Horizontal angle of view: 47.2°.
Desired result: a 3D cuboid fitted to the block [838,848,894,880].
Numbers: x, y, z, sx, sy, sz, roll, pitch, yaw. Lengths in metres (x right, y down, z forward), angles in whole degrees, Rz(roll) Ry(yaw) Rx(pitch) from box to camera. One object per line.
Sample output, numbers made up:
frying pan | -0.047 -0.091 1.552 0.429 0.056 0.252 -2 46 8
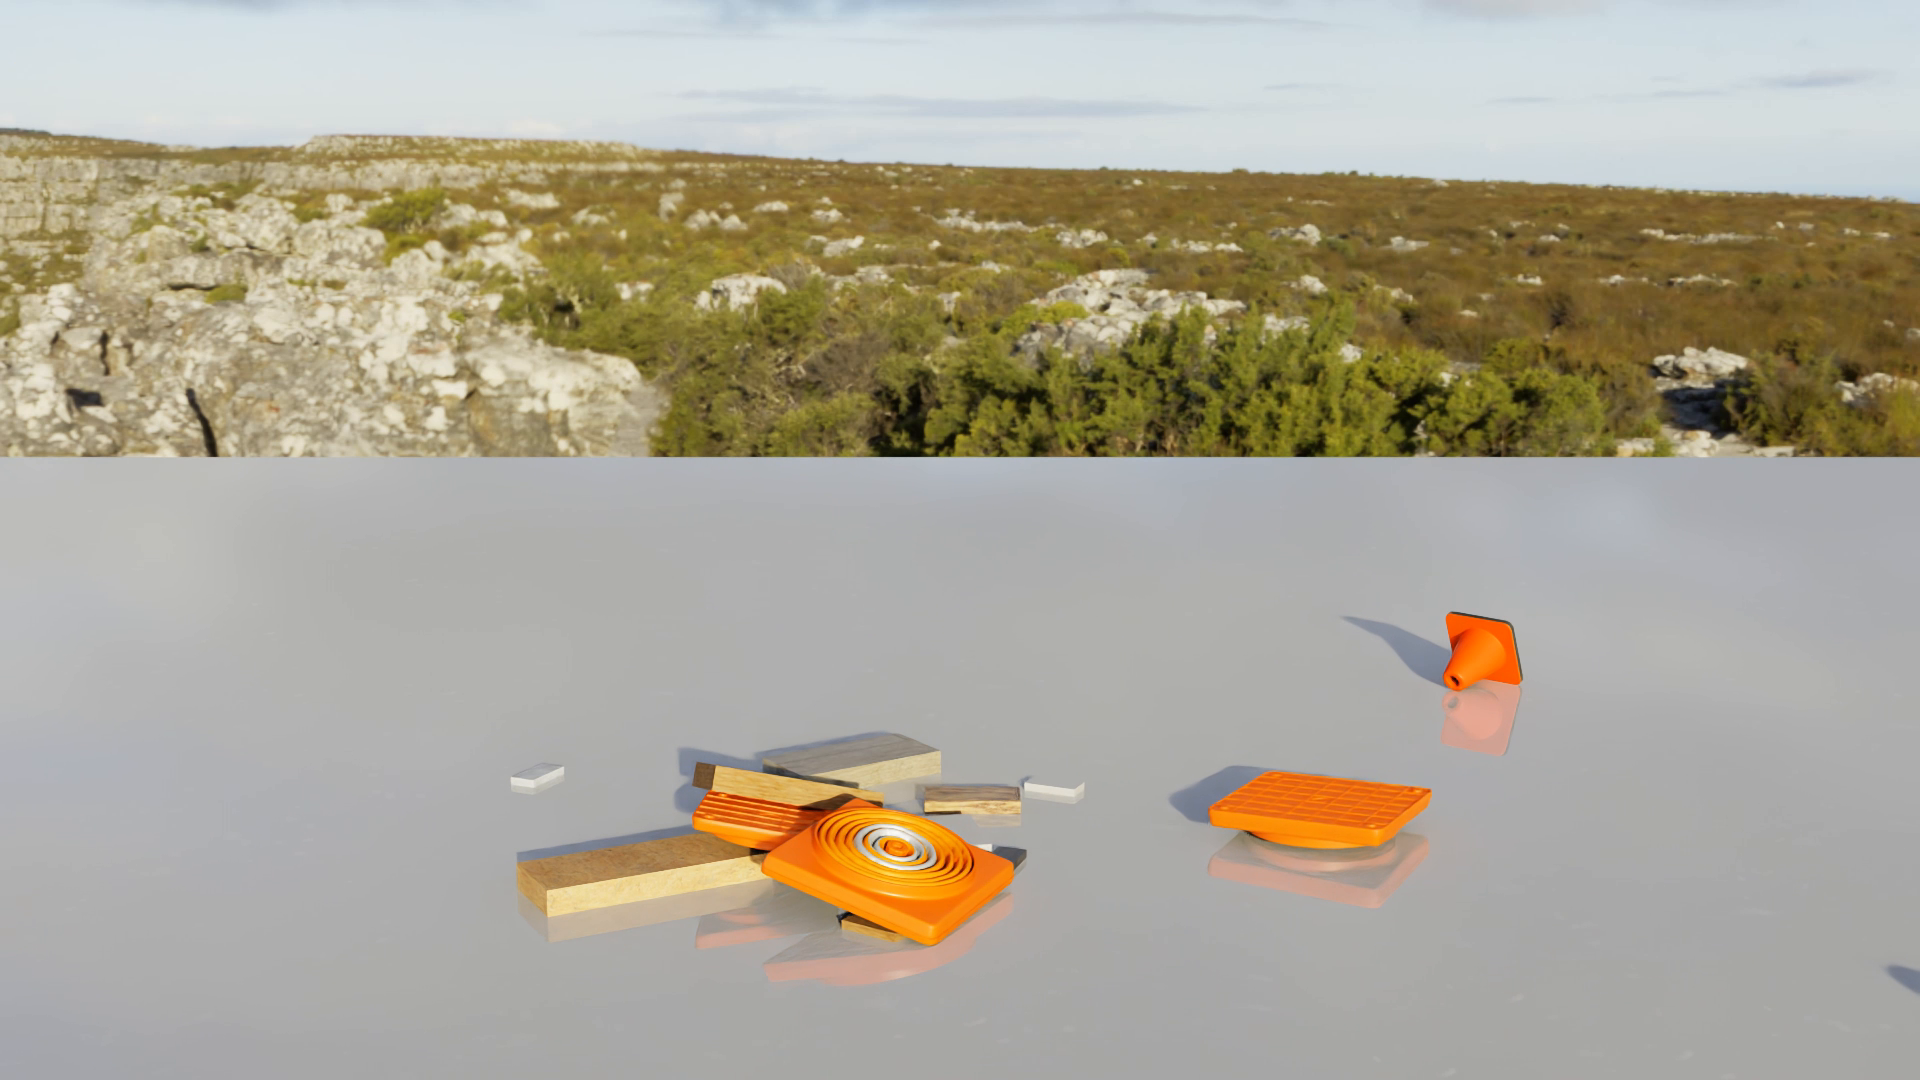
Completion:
block | -0.160 0.558 3.724 0.054 0.015 0.109 -39 26 -18

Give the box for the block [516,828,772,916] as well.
block | -0.531 0.558 3.718 0.398 0.045 0.157 -6 12 -28

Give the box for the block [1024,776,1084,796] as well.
block | 0.182 0.475 4.245 0.103 0.015 0.052 5 12 25

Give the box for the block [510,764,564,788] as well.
block | -0.829 0.462 4.317 0.052 0.015 0.104 5 12 24

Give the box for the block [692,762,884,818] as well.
block | -0.312 0.452 3.983 0.315 0.045 0.157 12 -7 -18

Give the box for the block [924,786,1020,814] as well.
block | 0.024 0.490 4.139 0.179 0.025 0.090 0 11 0

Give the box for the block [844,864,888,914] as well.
block | -0.154 0.569 3.588 0.053 0.015 0.106 13 23 2

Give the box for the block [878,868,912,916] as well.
block | -0.111 0.578 3.610 0.053 0.015 0.106 -16 20 -2

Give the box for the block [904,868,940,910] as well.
block | -0.081 0.578 3.642 0.054 0.015 0.109 -14 19 -19

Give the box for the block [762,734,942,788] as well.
block | -0.212 0.443 4.336 0.315 0.045 0.157 -7 13 -34

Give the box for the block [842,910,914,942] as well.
block | -0.130 0.614 3.497 0.106 0.015 0.053 7 13 34

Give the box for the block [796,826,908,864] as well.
block | -0.190 0.543 3.853 0.179 0.025 0.090 8 13 36

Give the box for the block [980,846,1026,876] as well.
block | 0.075 0.556 3.811 0.052 0.015 0.103 4 11 19

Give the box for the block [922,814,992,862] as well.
block | -0.007 0.530 3.924 0.090 0.025 0.179 -2 11 -12

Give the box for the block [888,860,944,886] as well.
block | -0.086 0.570 3.737 0.109 0.015 0.054 10 14 43
